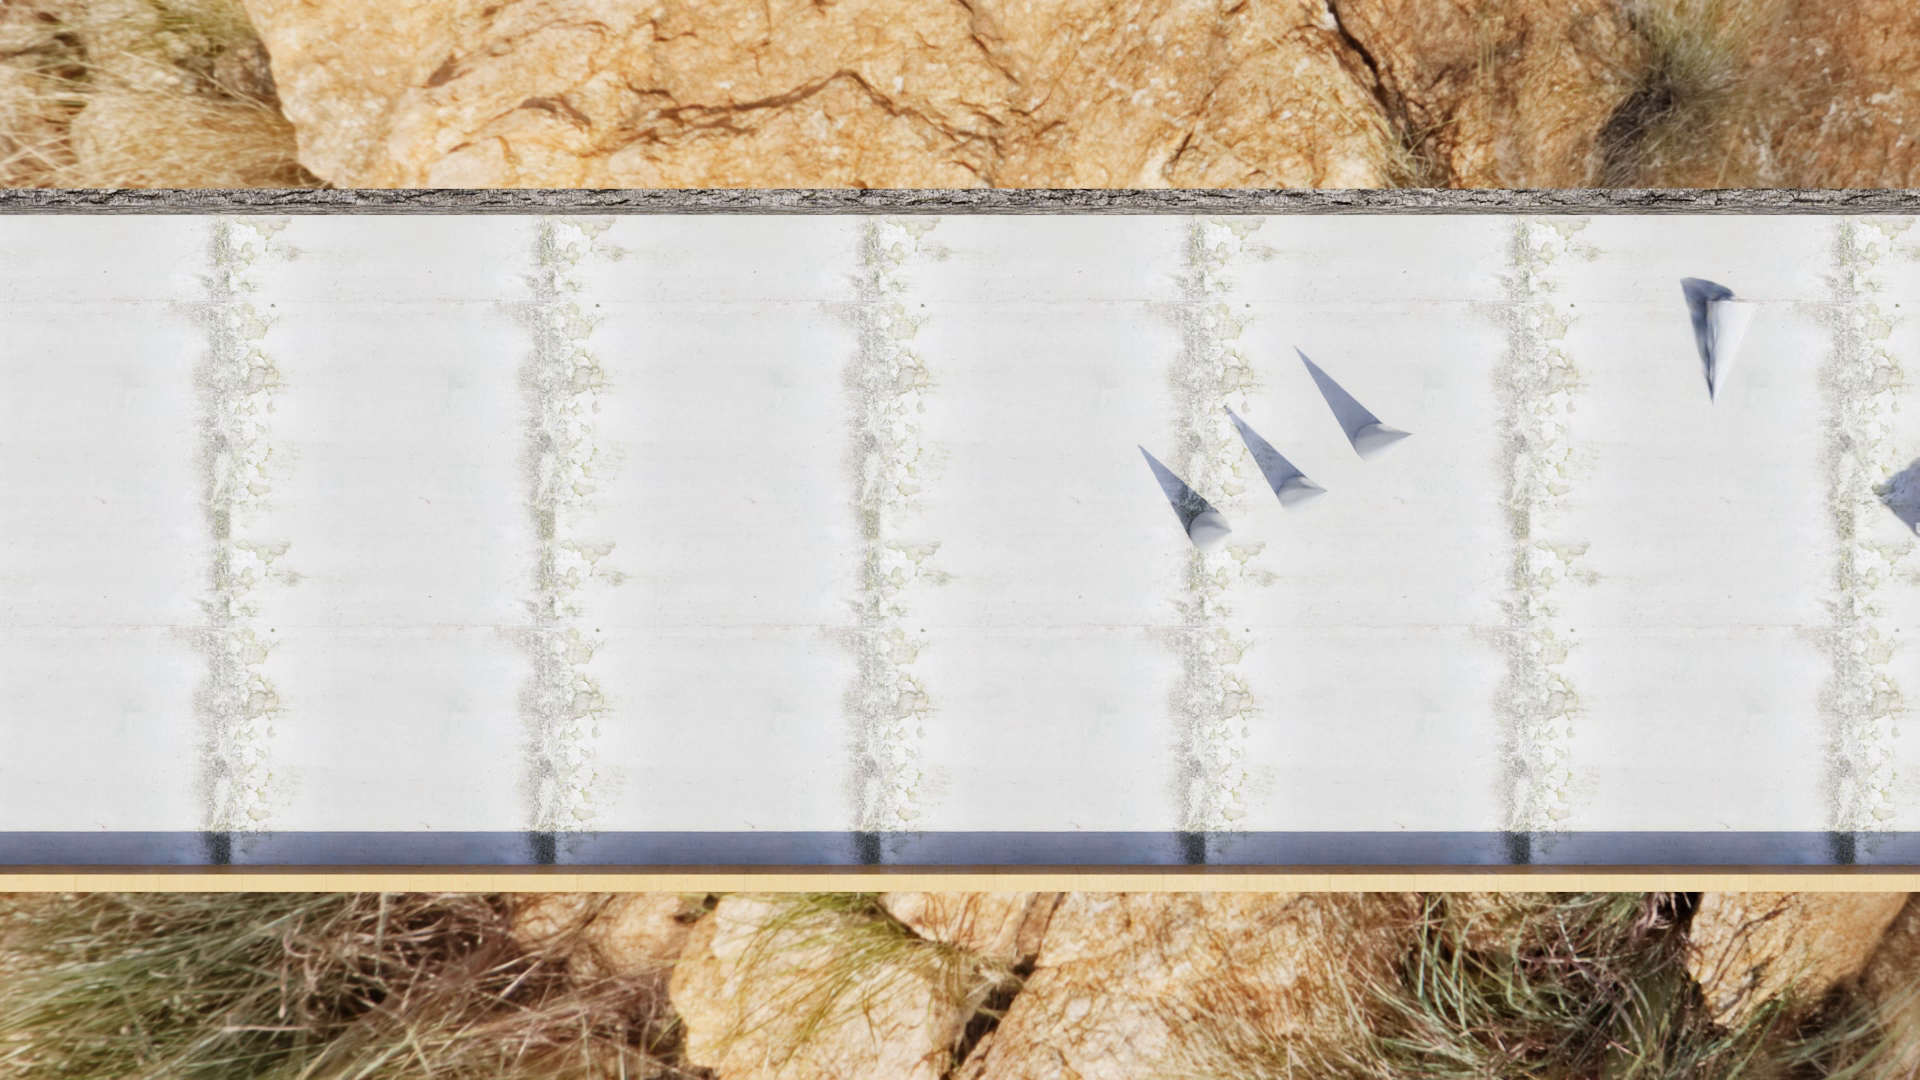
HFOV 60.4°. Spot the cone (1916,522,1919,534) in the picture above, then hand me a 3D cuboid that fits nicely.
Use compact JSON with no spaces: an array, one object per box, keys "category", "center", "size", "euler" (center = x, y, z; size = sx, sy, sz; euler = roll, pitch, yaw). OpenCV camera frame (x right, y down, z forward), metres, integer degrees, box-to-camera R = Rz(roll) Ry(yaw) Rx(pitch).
[{"category":"cone","center":[3.104,-0.146,4.940],"size":[0.172,0.172,0.441],"euler":[45,96,0]}]

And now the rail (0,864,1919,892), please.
[{"category":"rail","center":[-2.247,1.025,5.001],"size":[12.000,0.150,0.050],"euler":[0,90,0]}]

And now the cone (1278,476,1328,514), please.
[{"category":"cone","center":[1.040,-0.139,4.865],"size":[0.120,0.423,0.120],"euler":[0,90,0]}]

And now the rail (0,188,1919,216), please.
[{"category":"rail","center":[-2.247,-1.025,5.002],"size":[12.000,0.150,0.050],"euler":[0,90,0]}]

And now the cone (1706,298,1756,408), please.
[{"category":"cone","center":[2.329,-0.566,5.041],"size":[0.143,0.143,0.329],"euler":[4,102,0]}]

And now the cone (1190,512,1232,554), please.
[{"category":"cone","center":[0.772,-0.024,4.875],"size":[0.132,0.403,0.132],"euler":[0,90,0]}]

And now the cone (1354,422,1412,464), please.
[{"category":"cone","center":[1.275,-0.299,4.857],"size":[0.126,0.439,0.126],"euler":[0,90,0]}]
